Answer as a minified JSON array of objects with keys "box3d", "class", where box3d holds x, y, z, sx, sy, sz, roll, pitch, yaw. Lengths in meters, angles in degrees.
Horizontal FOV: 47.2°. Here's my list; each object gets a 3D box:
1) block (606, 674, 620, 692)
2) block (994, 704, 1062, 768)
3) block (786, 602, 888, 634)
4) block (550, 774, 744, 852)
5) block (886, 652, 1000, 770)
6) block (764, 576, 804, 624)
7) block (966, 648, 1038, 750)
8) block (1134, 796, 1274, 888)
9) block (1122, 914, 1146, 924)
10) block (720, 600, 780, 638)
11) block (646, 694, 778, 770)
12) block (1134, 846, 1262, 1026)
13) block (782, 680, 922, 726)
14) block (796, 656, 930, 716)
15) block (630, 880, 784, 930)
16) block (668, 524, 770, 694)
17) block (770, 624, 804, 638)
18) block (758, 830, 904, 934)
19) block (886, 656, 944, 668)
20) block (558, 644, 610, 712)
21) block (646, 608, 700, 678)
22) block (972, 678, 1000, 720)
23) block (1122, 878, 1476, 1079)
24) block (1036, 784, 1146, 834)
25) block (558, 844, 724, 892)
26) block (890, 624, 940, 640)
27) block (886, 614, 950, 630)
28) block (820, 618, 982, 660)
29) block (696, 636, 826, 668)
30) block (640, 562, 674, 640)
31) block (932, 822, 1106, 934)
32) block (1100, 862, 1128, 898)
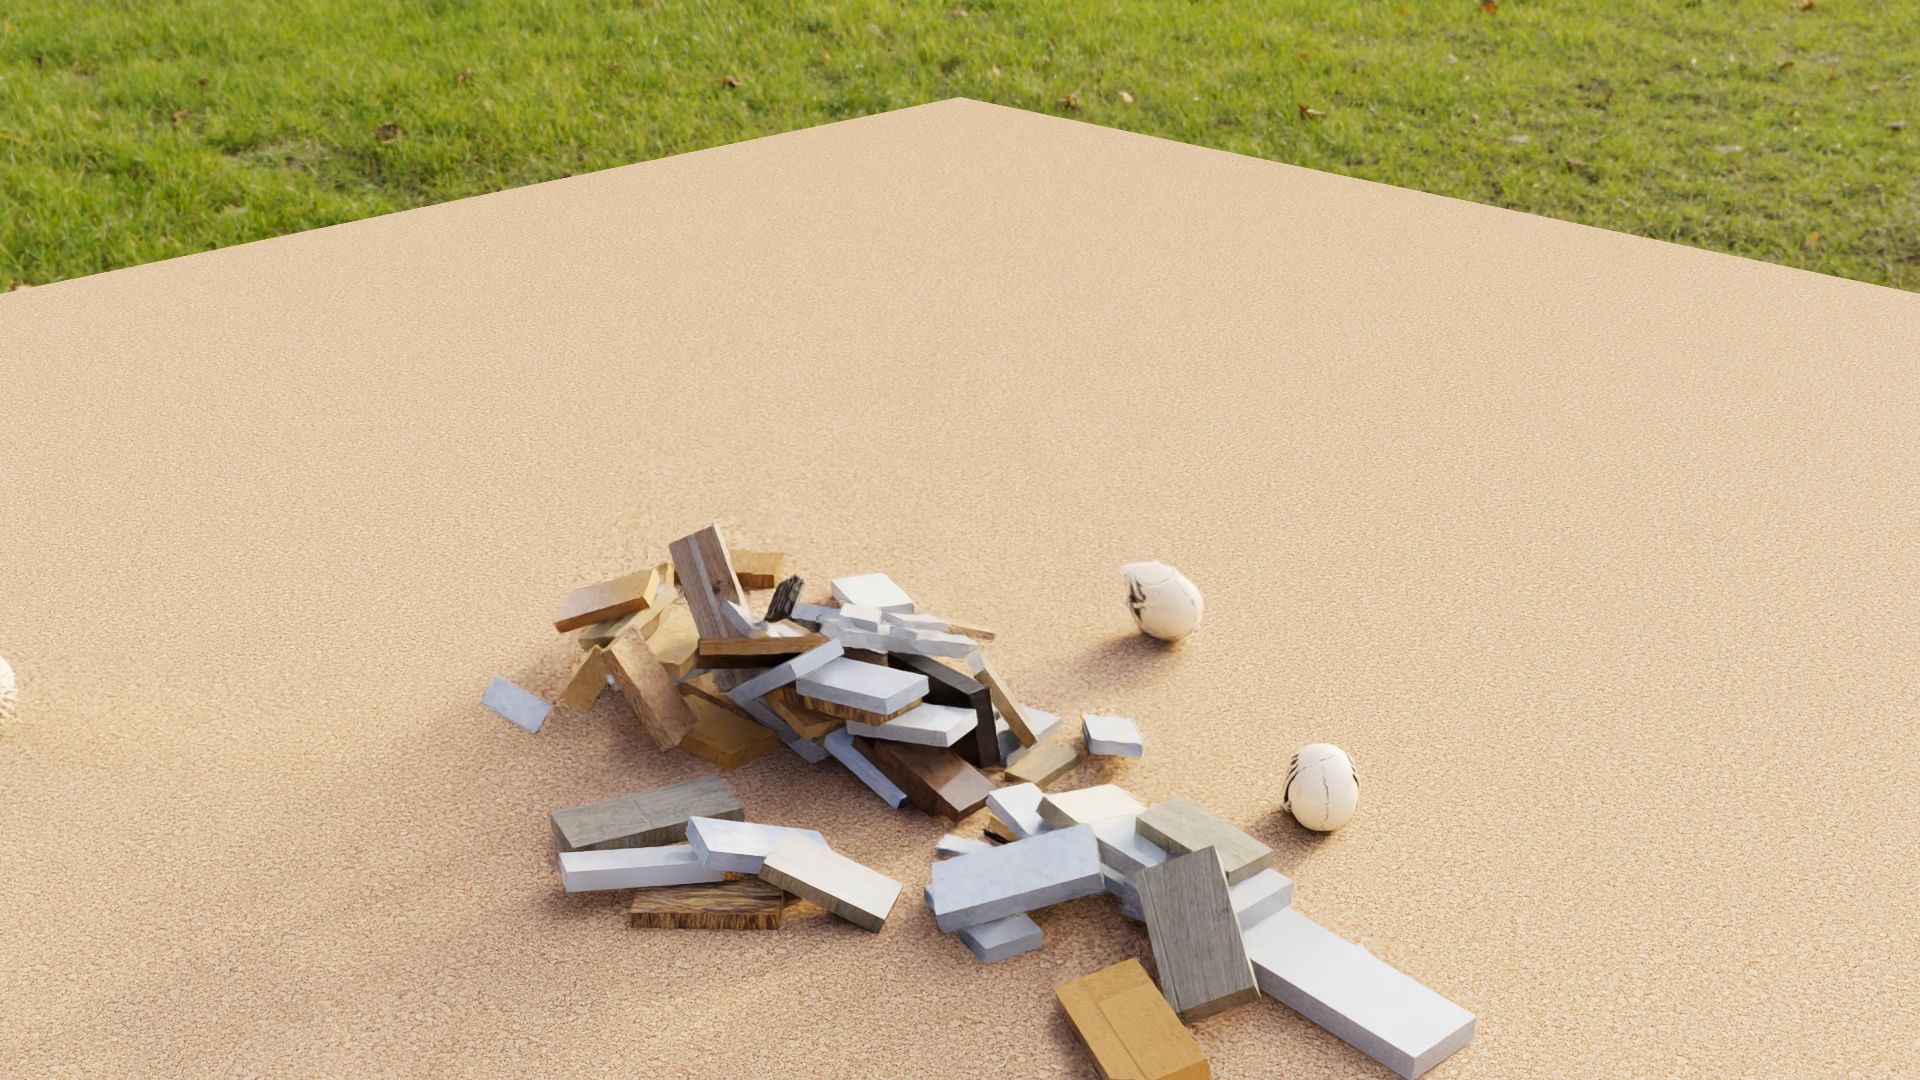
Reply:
[{"box3d":[-0.704,0.281,4.808,0.137,0.019,0.068,-28,19,-11],"class":"block"},{"box3d":[0.116,0.421,4.729,0.107,0.030,0.213,15,27,32],"class":"block"},{"box3d":[-0.275,0.195,5.112,0.270,0.038,0.135,8,-15,37],"class":"block"},{"box3d":[-0.624,0.558,4.391,0.352,0.043,0.152,-11,25,-24],"class":"block"},{"box3d":[-0.037,0.351,4.657,0.048,0.171,0.341,-20,22,-27],"class":"block"},{"box3d":[-0.375,0.127,4.682,0.024,0.084,0.168,24,-13,-12],"class":"block"},{"box3d":[0.089,0.333,4.646,0.030,0.213,0.107,-32,23,6],"class":"block"},{"box3d":[0.452,0.558,4.080,0.120,0.034,0.239,-19,32,-36],"class":"block"},{"box3d":[0.354,0.697,4.097,0.097,0.014,0.049,8,25,15],"class":"block"},{"box3d":[-0.439,0.183,4.667,0.084,0.024,0.168,45,5,26],"class":"block"},{"box3d":[-0.536,0.413,4.739,0.270,0.038,0.135,19,30,38],"class":"block"},{"box3d":[0.415,0.693,3.868,0.154,0.044,0.309,-21,43,9],"class":"block"},{"box3d":[-0.226,0.321,4.574,0.271,0.038,0.135,10,25,41],"class":"block"},{"box3d":[-0.202,0.298,4.516,0.256,0.036,0.128,9,24,40],"class":"block"},{"box3d":[-0.470,0.681,4.113,0.273,0.033,0.117,1,23,1],"class":"block"},{"box3d":[-0.522,0.150,4.768,0.115,0.347,0.033,-23,-11,12],"class":"block"},{"box3d":[-0.360,0.241,4.902,0.152,0.043,0.304,27,0,7],"class":"block"},{"box3d":[-0.240,0.637,4.109,0.248,0.035,0.124,24,27,5],"class":"block"},{"box3d":[-0.093,0.250,5.130,0.117,0.033,0.234,4,23,10],"class":"block"},{"box3d":[-0.815,0.306,4.849,0.068,0.137,0.019,35,0,-24],"class":"block"},{"box3d":[-0.612,0.224,4.802,0.115,0.033,0.230,11,27,16],"class":"block"},{"box3d":[0.042,0.355,4.896,0.081,0.023,0.161,-2,23,-5],"class":"block"},{"box3d":[0.589,0.742,3.908,0.171,0.048,0.669,-20,33,-38],"class":"block"},{"box3d":[0.272,0.537,4.274,0.128,0.036,0.292,35,16,27],"class":"block"},{"box3d":[-0.606,0.621,4.174,0.292,0.038,0.135,-2,7,-16],"class":"block"},{"box3d":[-0.098,0.195,4.731,0.064,0.018,0.128,14,8,20],"class":"block"},{"box3d":[-0.092,0.177,4.736,0.128,0.018,0.064,4,10,-43],"class":"block"},{"box3d":[-0.126,0.214,4.745,0.329,0.034,0.120,7,8,-28],"class":"block"},{"box3d":[-0.422,0.239,4.654,0.265,0.035,0.124,0,-16,-10],"class":"block"},{"box3d":[-0.745,0.175,5.126,0.135,0.038,0.532,-24,18,2],"class":"block"},{"box3d":[0.105,0.621,4.050,0.309,0.044,0.154,-16,29,5],"class":"block"},{"box3d":[0.263,0.609,4.221,0.209,0.030,0.104,27,34,24],"class":"block"}]
